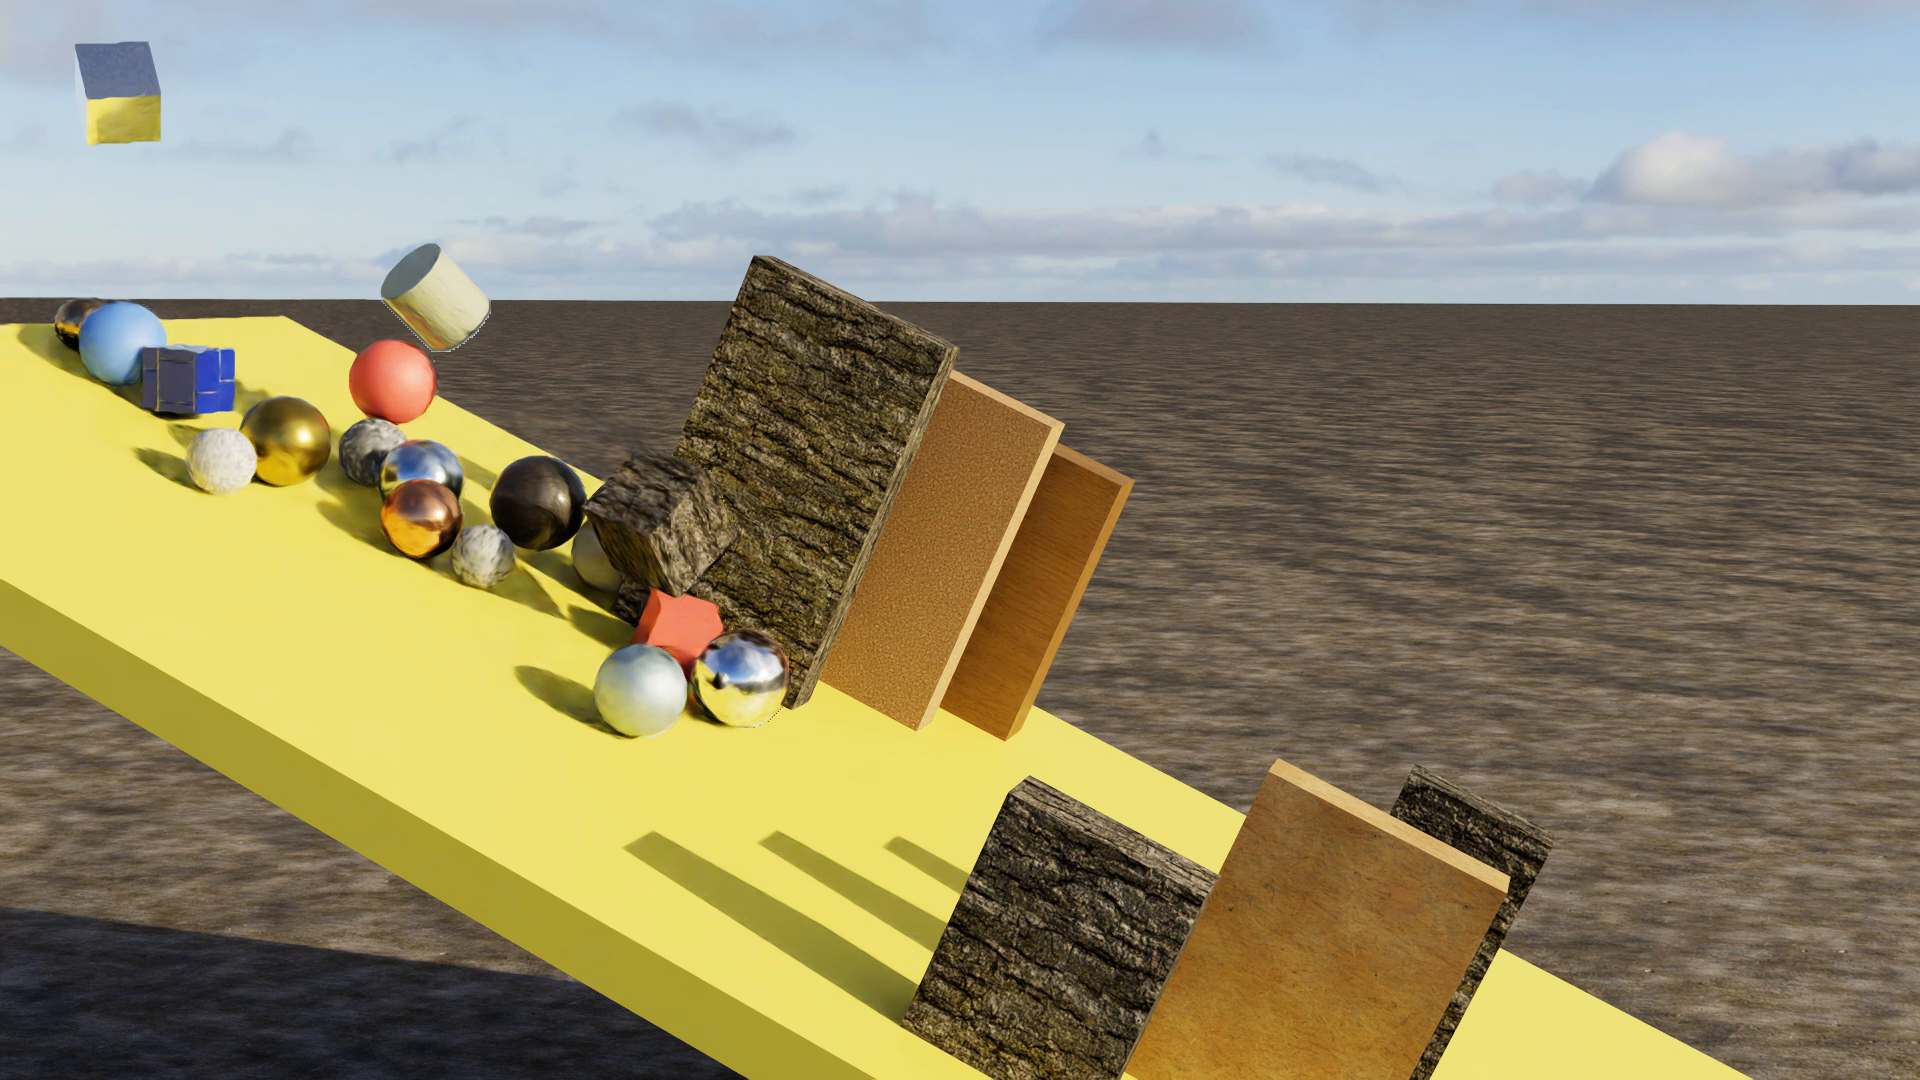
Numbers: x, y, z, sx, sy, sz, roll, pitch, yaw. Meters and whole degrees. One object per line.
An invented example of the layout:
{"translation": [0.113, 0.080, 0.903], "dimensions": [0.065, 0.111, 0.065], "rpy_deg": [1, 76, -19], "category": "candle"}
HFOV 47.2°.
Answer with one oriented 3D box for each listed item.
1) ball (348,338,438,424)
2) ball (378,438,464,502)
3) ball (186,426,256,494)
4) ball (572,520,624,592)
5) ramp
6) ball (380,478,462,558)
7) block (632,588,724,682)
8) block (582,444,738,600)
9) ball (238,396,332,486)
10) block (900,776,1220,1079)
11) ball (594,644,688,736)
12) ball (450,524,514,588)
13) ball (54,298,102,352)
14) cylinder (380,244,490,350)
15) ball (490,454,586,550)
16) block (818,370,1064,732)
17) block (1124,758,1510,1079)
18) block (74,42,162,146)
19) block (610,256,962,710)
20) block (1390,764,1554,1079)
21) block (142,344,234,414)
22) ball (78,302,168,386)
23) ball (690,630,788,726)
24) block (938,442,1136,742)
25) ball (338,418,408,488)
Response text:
{"translation": [-1.194, -0.333, 4.632], "dimensions": [0.181, 0.181, 0.181], "rpy_deg": [0, 7, 0], "category": "ball"}
{"translation": [-1.090, -0.120, 4.453], "dimensions": [0.170, 0.170, 0.170], "rpy_deg": [0, 7, 0], "category": "ball"}
{"translation": [-1.403, -0.151, 4.177], "dimensions": [0.129, 0.129, 0.129], "rpy_deg": [0, 7, 0], "category": "ball"}
{"translation": [-0.722, 0.026, 4.572], "dimensions": [0.168, 0.168, 0.168], "rpy_deg": [0, 7, 0], "category": "ball"}
{"translation": [-0.276, 0.474, 4.177], "dimensions": [4.000, 0.100, 2.000], "rpy_deg": [27, 14, 13], "category": "ramp"}
{"translation": [-1.052, -0.042, 4.295], "dimensions": [0.156, 0.156, 0.156], "rpy_deg": [0, 7, 0], "category": "ball"}
{"translation": [-0.557, 0.186, 4.319], "dimensions": [0.128, 0.128, 0.128], "rpy_deg": [19, 14, -20], "category": "block"}
{"translation": [-0.579, -0.036, 4.247], "dimensions": [0.181, 0.181, 0.181], "rpy_deg": [23, 59, 33], "category": "block"}
{"translation": [-1.337, -0.196, 4.355], "dimensions": [0.179, 0.179, 0.179], "rpy_deg": [0, 7, 0], "category": "ball"}
{"translation": [0.147, 0.611, 3.264], "dimensions": [0.321, 0.406, 0.119], "rpy_deg": [27, 14, 13], "category": "block"}
{"translation": [-0.567, 0.266, 3.905], "dimensions": [0.165, 0.165, 0.165], "rpy_deg": [0, 7, 0], "category": "ball"}
{"translation": [-0.931, 0.031, 4.292], "dimensions": [0.123, 0.123, 0.123], "rpy_deg": [0, 7, 0], "category": "ball"}
{"translation": [-1.843, -0.453, 4.626], "dimensions": [0.114, 0.114, 0.114], "rpy_deg": [0, 7, 0], "category": "ball"}
{"translation": [-1.097, -0.508, 4.596], "dimensions": [0.158, 0.158, 0.158], "rpy_deg": [7, -34, 45], "category": "cylinder"}
{"translation": [-0.874, -0.077, 4.558], "dimensions": [0.199, 0.199, 0.199], "rpy_deg": [0, 7, 0], "category": "ball"}
{"translation": [-0.126, -0.015, 4.587], "dimensions": [0.432, 0.701, 0.105], "rpy_deg": [27, 14, 13], "category": "block"}
{"translation": [0.546, 0.674, 3.402], "dimensions": [0.391, 0.544, 0.094], "rpy_deg": [27, 14, 13], "category": "block"}
{"translation": [-1.762, -0.935, 4.601], "dimensions": [0.146, 0.146, 0.146], "rpy_deg": [-9, -26, -26], "category": "block"}
{"translation": [-0.355, -0.113, 4.381], "dimensions": [0.434, 0.791, 0.097], "rpy_deg": [27, 14, 13], "category": "block"}
{"translation": [0.728, 0.683, 3.607], "dimensions": [0.246, 0.578, 0.090], "rpy_deg": [27, 14, 13], "category": "block"}
{"translation": [-1.575, -0.329, 4.490], "dimensions": [0.128, 0.128, 0.128], "rpy_deg": [6, 9, 15], "category": "block"}
{"translation": [-1.718, -0.403, 4.514], "dimensions": [0.173, 0.173, 0.173], "rpy_deg": [0, 7, 0], "category": "ball"}
{"translation": [-0.416, 0.260, 4.151], "dimensions": [0.183, 0.183, 0.183], "rpy_deg": [0, 7, 0], "category": "ball"}
{"translation": [0.080, 0.075, 4.779], "dimensions": [0.360, 0.616, 0.132], "rpy_deg": [27, 14, 13], "category": "block"}
{"translation": [-1.218, -0.181, 4.572], "dimensions": [0.146, 0.146, 0.146], "rpy_deg": [0, 7, 0], "category": "ball"}
